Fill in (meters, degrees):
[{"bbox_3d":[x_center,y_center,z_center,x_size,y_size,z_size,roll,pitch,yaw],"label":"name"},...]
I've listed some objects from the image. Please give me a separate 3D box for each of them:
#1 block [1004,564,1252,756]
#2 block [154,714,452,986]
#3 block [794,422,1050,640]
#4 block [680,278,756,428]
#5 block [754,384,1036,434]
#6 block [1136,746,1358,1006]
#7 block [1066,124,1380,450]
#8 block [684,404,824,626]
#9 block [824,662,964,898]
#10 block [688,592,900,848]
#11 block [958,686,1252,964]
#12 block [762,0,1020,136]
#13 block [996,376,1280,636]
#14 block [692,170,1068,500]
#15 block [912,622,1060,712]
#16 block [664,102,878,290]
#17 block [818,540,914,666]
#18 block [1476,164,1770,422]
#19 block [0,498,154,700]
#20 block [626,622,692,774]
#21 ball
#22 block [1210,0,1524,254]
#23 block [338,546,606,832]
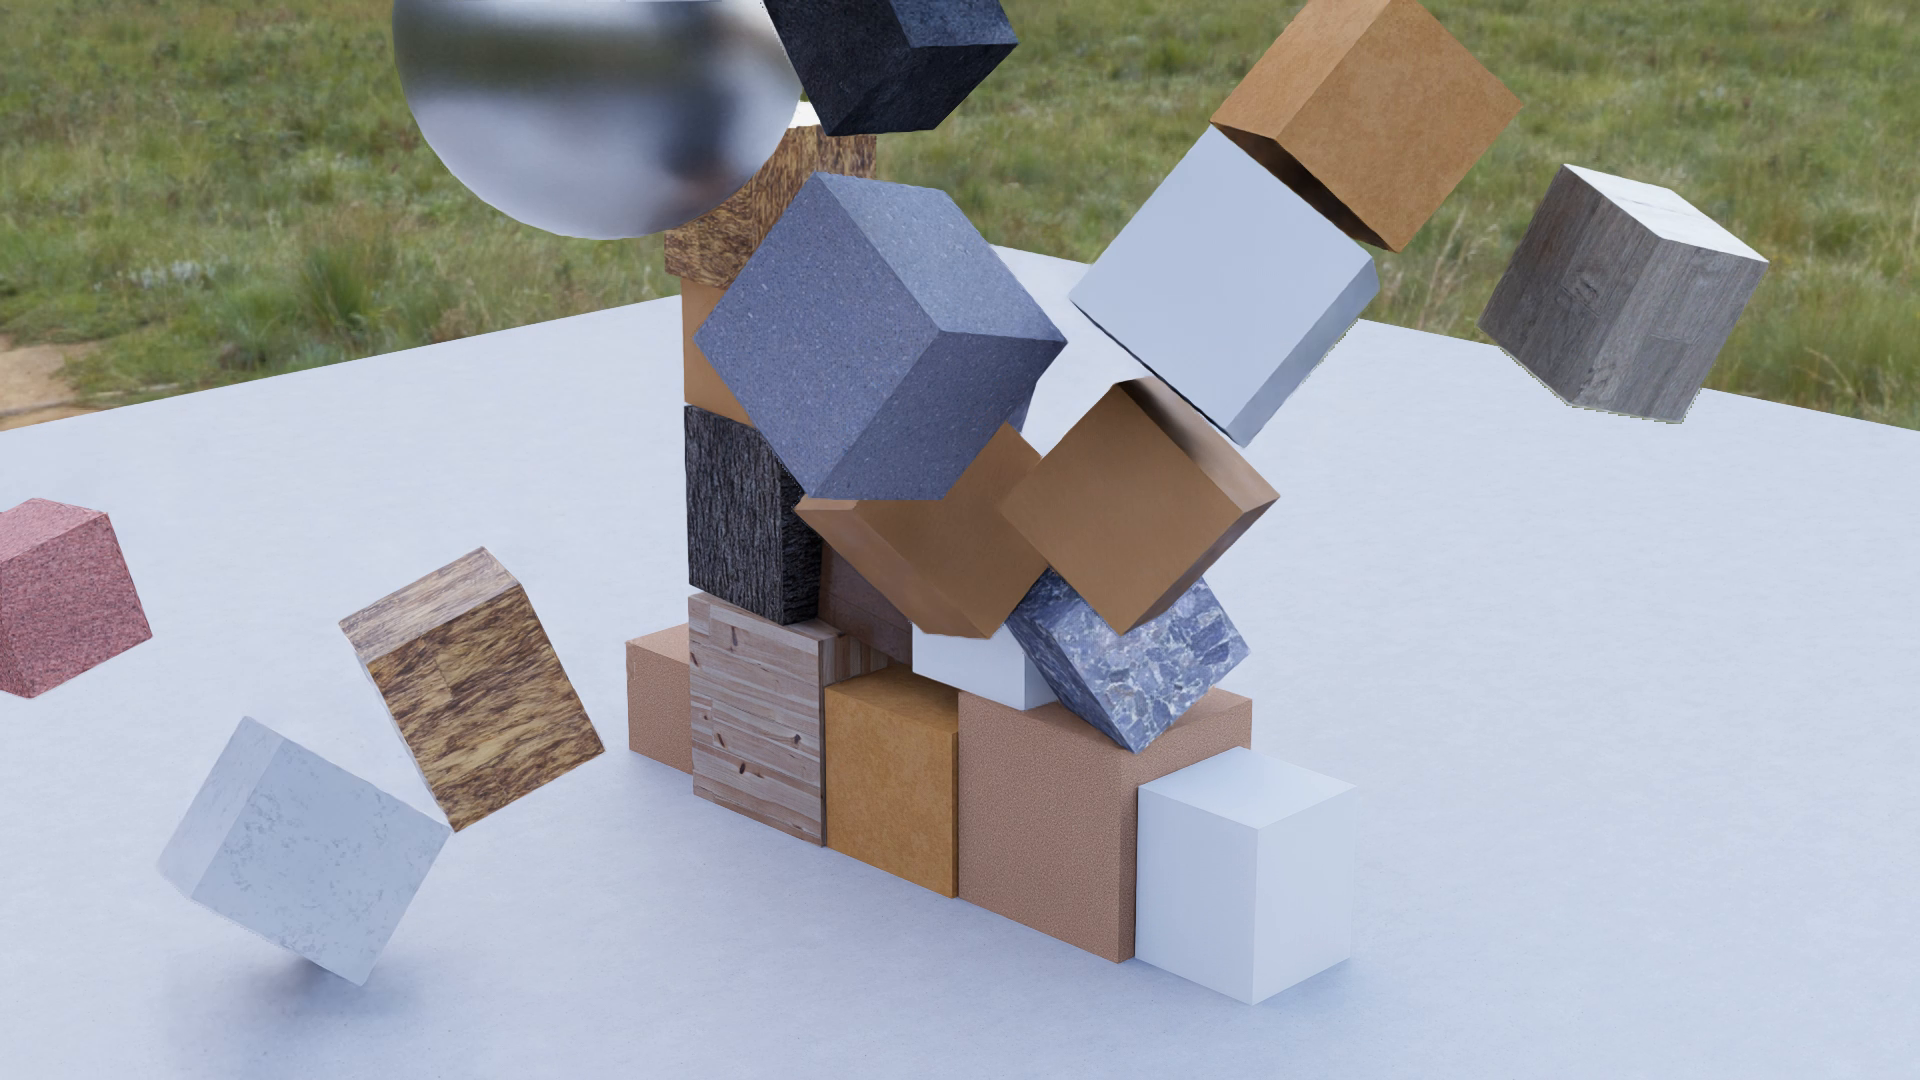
[{"bbox_3d":[0.651,0.330,12.362,0.661,0.747,0.647,-41,29,-10],"label":"block"},{"bbox_3d":[-2.745,1.284,12.235,0.807,0.733,0.780,33,-10,-24],"label":"block"},{"bbox_3d":[-0.073,-0.130,12.124,0.709,0.793,0.690,-51,18,-15],"label":"block"},{"bbox_3d":[-0.868,-0.938,13.897,0.643,0.619,0.643,-13,22,-36],"label":"block"},{"bbox_3d":[-0.302,-0.619,13.205,0.793,0.705,0.884,-12,43,-35],"label":"block"},{"bbox_3d":[1.217,1.419,12.508,0.659,0.793,0.652,-17,24,-42],"label":"block"},{"bbox_3d":[0.976,-0.900,10.676,0.737,0.790,0.809,41,4,10],"label":"block"},{"bbox_3d":[-0.776,-0.188,14.032,0.750,0.894,0.796,-13,22,-36],"label":"block"},{"bbox_3d":[-0.010,1.052,13.668,0.907,0.797,0.831,-17,24,-42],"label":"block"},{"bbox_3d":[-0.627,0.751,14.245,0.995,1.025,0.928,-17,24,-42],"label":"block"},{"bbox_3d":[0.638,1.155,13.030,0.857,0.984,0.966,-17,24,-42],"label":"block"},{"bbox_3d":[-0.246,-1.806,10.184,0.506,0.581,0.535,-11,-20,-42],"label":"block"},{"bbox_3d":[0.691,-0.146,11.176,0.673,0.658,0.738,46,16,8],"label":"block"},{"bbox_3d":[-0.296,-0.732,10.752,0.754,0.825,0.827,0,46,-52],"label":"block"},{"bbox_3d":[0.302,0.278,13.082,0.747,0.657,0.703,-16,24,-42],"label":"block"},{"bbox_3d":[-0.891,-1.613,13.742,0.718,0.762,0.721,-14,22,-37],"label":"block"},{"bbox_3d":[-0.191,0.100,13.562,0.628,0.661,0.641,-16,30,-42],"label":"block"},{"bbox_3d":[2.525,-0.938,11.199,0.626,0.710,0.599,6,29,-37],"label":"block"},{"bbox_3d":[-3.910,0.236,12.372,0.643,0.582,0.593,9,31,46],"label":"block"},{"bbox_3d":[-1.203,0.788,14.861,0.685,0.585,0.682,-17,24,-42],"label":"block"},{"bbox_3d":[-1.373,-1.957,11.287,1.600,1.600,1.600,0,17,0],"label":"ball"},{"bbox_3d":[1.492,-1.583,10.865,0.645,0.703,0.753,40,1,-19],"label":"block"},{"bbox_3d":[-1.674,0.498,10.011,0.567,0.660,0.653,-29,19,-13],"label":"block"}]
